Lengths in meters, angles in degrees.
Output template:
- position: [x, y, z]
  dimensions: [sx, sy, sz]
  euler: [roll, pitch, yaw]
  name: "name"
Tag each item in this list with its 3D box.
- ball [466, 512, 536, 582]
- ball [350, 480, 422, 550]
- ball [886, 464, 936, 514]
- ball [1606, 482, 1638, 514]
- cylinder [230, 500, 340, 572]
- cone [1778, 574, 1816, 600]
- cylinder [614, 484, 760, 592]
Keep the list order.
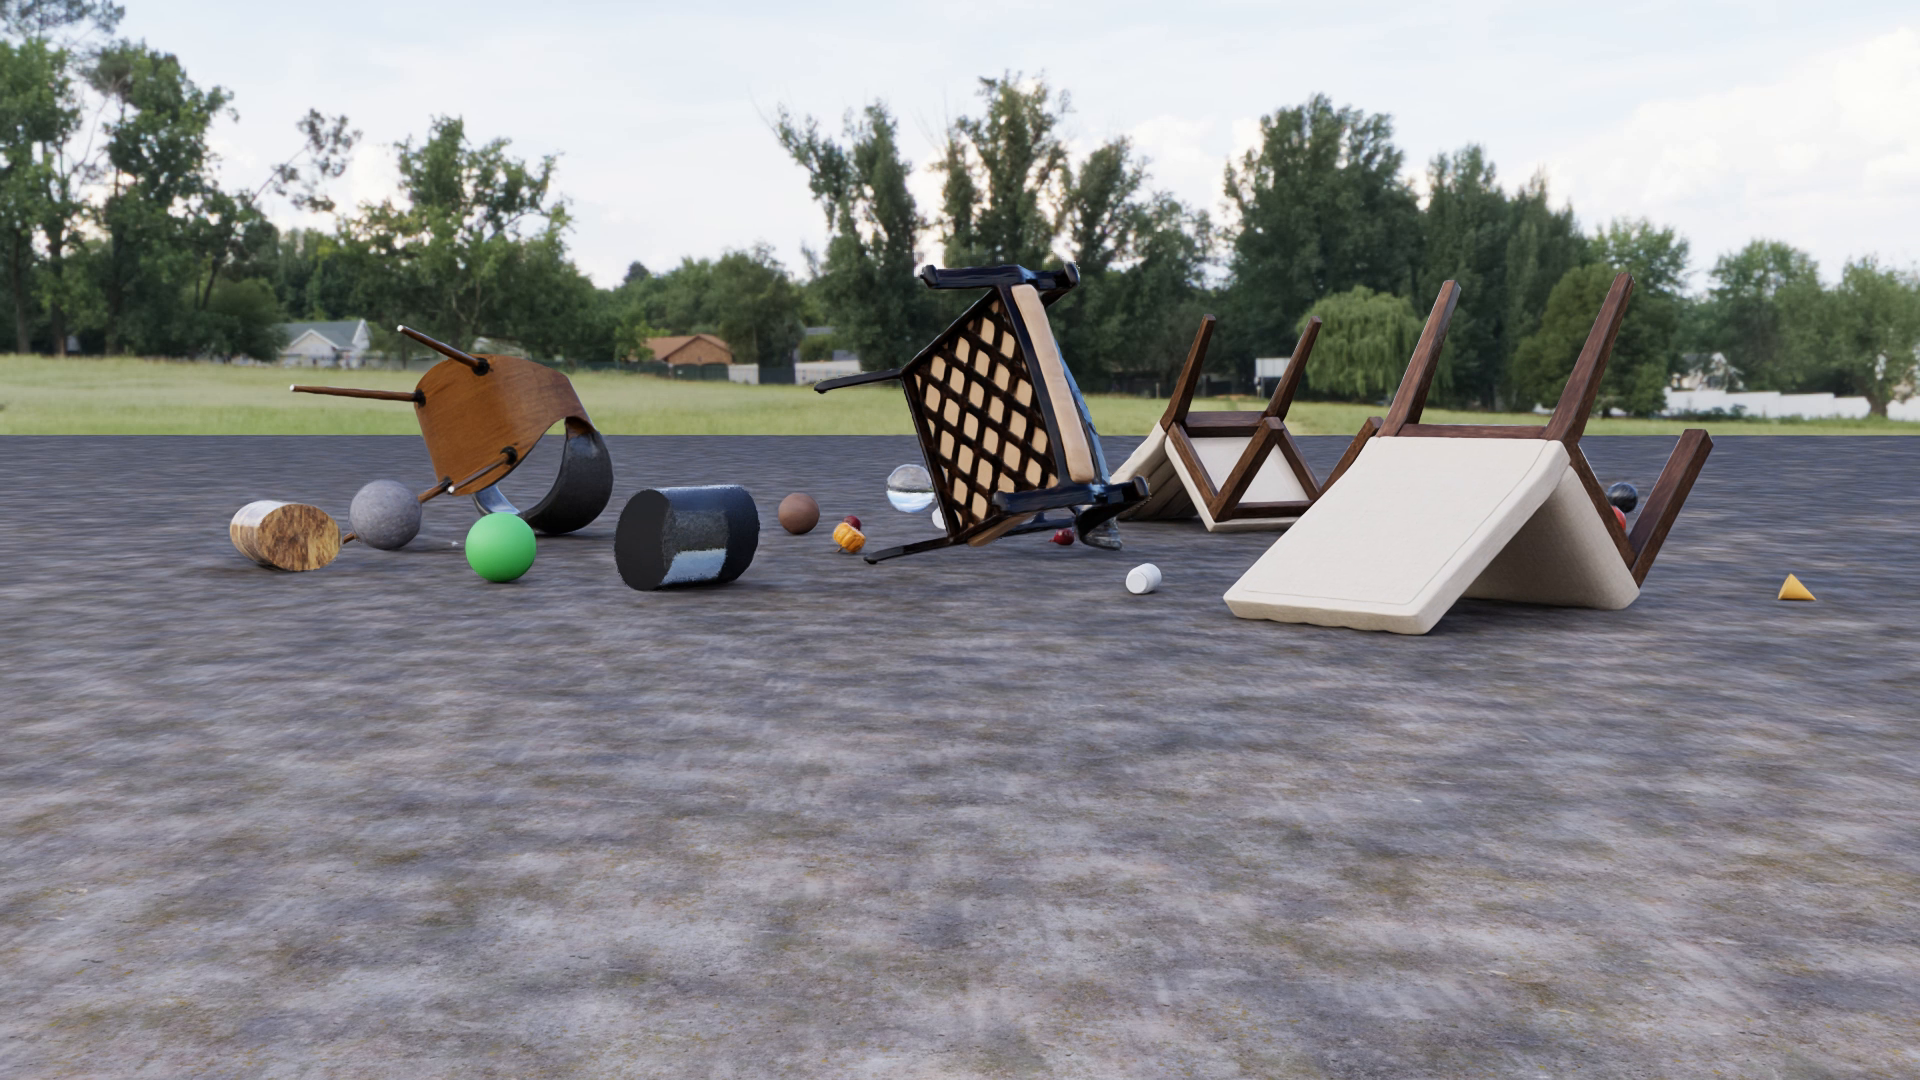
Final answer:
- position: [-1.065, 0.017, 5.105]
  dimensions: [0.163, 0.163, 0.163]
  euler: [0, 4, 0]
  name: "ball"
- position: [-1.598, -0.069, 6.124]
  dimensions: [0.196, 0.196, 0.196]
  euler: [0, 4, 0]
  name: "ball"
- position: [-0.179, -0.186, 7.958]
  dimensions: [0.178, 0.178, 0.178]
  euler: [0, 4, 0]
  name: "ball"
- position: [2.371, -0.149, 7.878]
  dimensions: [0.115, 0.115, 0.115]
  euler: [0, 4, 0]
  name: "ball"
- position: [-1.692, -0.012, 5.511]
  dimensions: [0.207, 0.164, 0.245]
  euler: [11, -3, -34]
  name: "cylinder"
- position: [1.792, 0.114, 4.686]
  dimensions: [0.070, 0.060, 0.061]
  euler: [25, -25, 12]
  name: "cone"
- position: [-0.616, -0.006, 4.977]
  dimensions: [0.182, 0.235, 0.274]
  euler: [28, 19, 31]
  name: "cylinder"
